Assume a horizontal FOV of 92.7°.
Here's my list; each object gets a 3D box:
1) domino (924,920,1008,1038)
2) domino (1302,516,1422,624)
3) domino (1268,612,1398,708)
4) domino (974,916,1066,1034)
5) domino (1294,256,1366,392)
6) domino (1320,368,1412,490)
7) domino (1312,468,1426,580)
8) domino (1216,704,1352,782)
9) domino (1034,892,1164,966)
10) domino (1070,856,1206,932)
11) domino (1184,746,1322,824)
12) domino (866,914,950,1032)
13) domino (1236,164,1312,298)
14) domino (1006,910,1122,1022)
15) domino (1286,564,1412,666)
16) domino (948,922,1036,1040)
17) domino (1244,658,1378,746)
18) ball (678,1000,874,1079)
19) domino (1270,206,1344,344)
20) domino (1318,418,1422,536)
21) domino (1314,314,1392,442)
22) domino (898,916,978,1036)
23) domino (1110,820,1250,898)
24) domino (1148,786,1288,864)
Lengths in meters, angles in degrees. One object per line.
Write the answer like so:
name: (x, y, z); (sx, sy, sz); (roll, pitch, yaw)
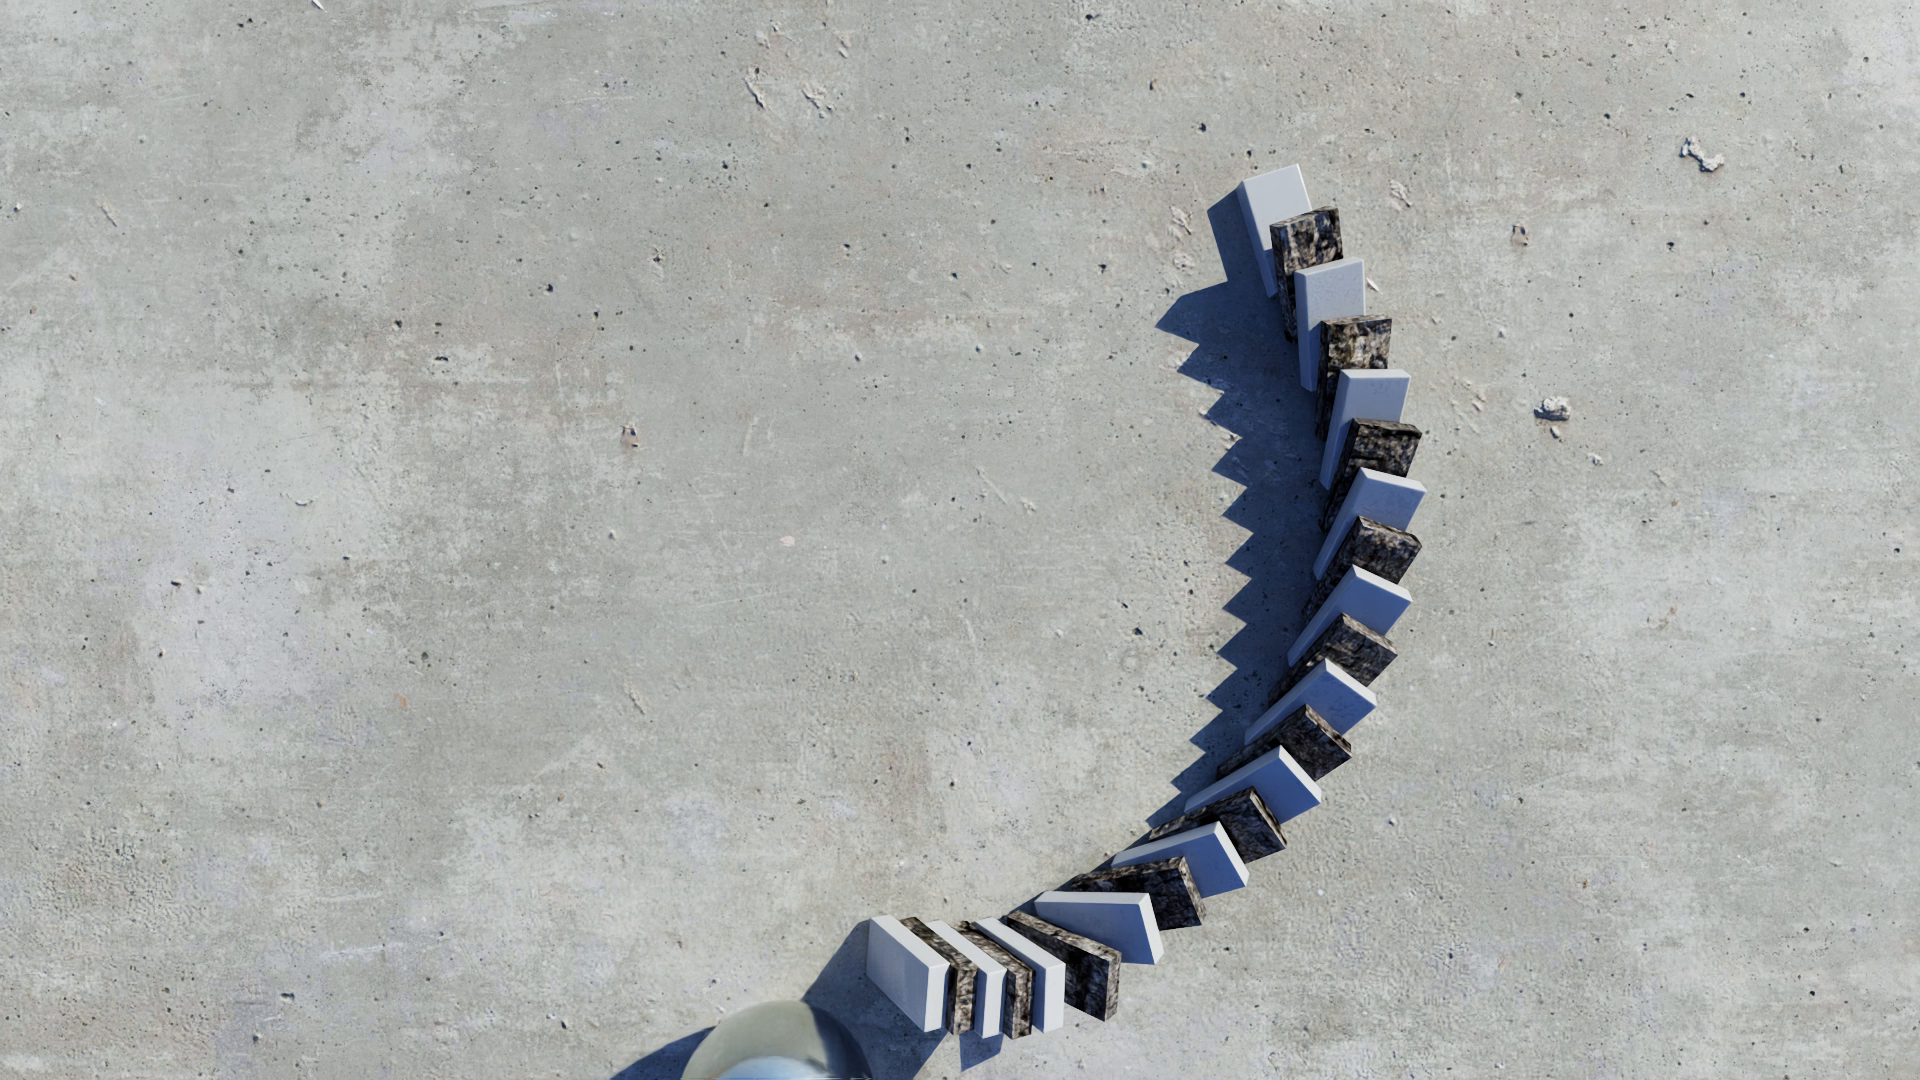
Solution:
domino: (0.000, 0.179, 0.376); (0.010, 0.050, 0.025); (4, 90, -33)
domino: (0.167, 0.017, 0.384); (0.025, 0.010, 0.050); (19, 119, 0)
domino: (0.155, 0.057, 0.384); (0.025, 0.010, 0.050); (30, 119, 0)
domino: (0.023, 0.177, 0.376); (0.009, 0.050, 0.025); (2, 90, -33)
domino: (0.156, -0.090, 0.385); (0.025, 0.010, 0.050); (-15, 116, -1)
domino: (0.169, -0.046, 0.384); (0.025, 0.010, 0.050); (-1, 119, 0)
domino: (0.170, -0.004, 0.384); (0.025, 0.010, 0.050); (14, 119, 0)
domino: (0.135, 0.093, 0.384); (0.025, 0.009, 0.050); (43, 119, 0)
domino: (0.057, 0.161, 0.382); (0.050, 0.009, 0.025); (-15, 90, 36)
domino: (0.074, 0.150, 0.384); (0.050, 0.009, 0.025); (-22, 90, 29)
domino: (0.122, 0.109, 0.384); (0.025, 0.009, 0.050); (48, 119, 0)
domino: (-0.022, 0.176, 0.376); (0.009, 0.050, 0.025); (4, 90, -33)
domino: (0.139, -0.133, 0.395); (0.025, 0.009, 0.050); (-17, 90, 0)
domino: (0.042, 0.175, 0.380); (0.050, 0.009, 0.025); (7, 95, 39)
domino: (0.162, 0.037, 0.384); (0.025, 0.010, 0.050); (25, 119, 0)
domino: (0.011, 0.179, 0.376); (0.009, 0.050, 0.025); (4, 90, -33)
domino: (0.146, 0.075, 0.384); (0.025, 0.009, 0.050); (36, 119, 0)
ball: (-0.073, 0.225, 0.360); (0.080, 0.080, 0.080); (0, 90, 0)
domino: (0.147, -0.111, 0.385); (0.025, 0.009, 0.050); (-18, 116, 1)
domino: (0.171, -0.025, 0.384); (0.025, 0.009, 0.050); (7, 119, 0)
domino: (0.165, -0.068, 0.385); (0.025, 0.010, 0.050); (-7, 116, 0)
domino: (-0.011, 0.178, 0.376); (0.010, 0.050, 0.025); (4, 90, -33)
domino: (0.091, 0.138, 0.384); (0.050, 0.009, 0.025); (-30, 90, 29)
domino: (0.108, 0.125, 0.384); (0.050, 0.009, 0.025); (-35, 90, 29)
